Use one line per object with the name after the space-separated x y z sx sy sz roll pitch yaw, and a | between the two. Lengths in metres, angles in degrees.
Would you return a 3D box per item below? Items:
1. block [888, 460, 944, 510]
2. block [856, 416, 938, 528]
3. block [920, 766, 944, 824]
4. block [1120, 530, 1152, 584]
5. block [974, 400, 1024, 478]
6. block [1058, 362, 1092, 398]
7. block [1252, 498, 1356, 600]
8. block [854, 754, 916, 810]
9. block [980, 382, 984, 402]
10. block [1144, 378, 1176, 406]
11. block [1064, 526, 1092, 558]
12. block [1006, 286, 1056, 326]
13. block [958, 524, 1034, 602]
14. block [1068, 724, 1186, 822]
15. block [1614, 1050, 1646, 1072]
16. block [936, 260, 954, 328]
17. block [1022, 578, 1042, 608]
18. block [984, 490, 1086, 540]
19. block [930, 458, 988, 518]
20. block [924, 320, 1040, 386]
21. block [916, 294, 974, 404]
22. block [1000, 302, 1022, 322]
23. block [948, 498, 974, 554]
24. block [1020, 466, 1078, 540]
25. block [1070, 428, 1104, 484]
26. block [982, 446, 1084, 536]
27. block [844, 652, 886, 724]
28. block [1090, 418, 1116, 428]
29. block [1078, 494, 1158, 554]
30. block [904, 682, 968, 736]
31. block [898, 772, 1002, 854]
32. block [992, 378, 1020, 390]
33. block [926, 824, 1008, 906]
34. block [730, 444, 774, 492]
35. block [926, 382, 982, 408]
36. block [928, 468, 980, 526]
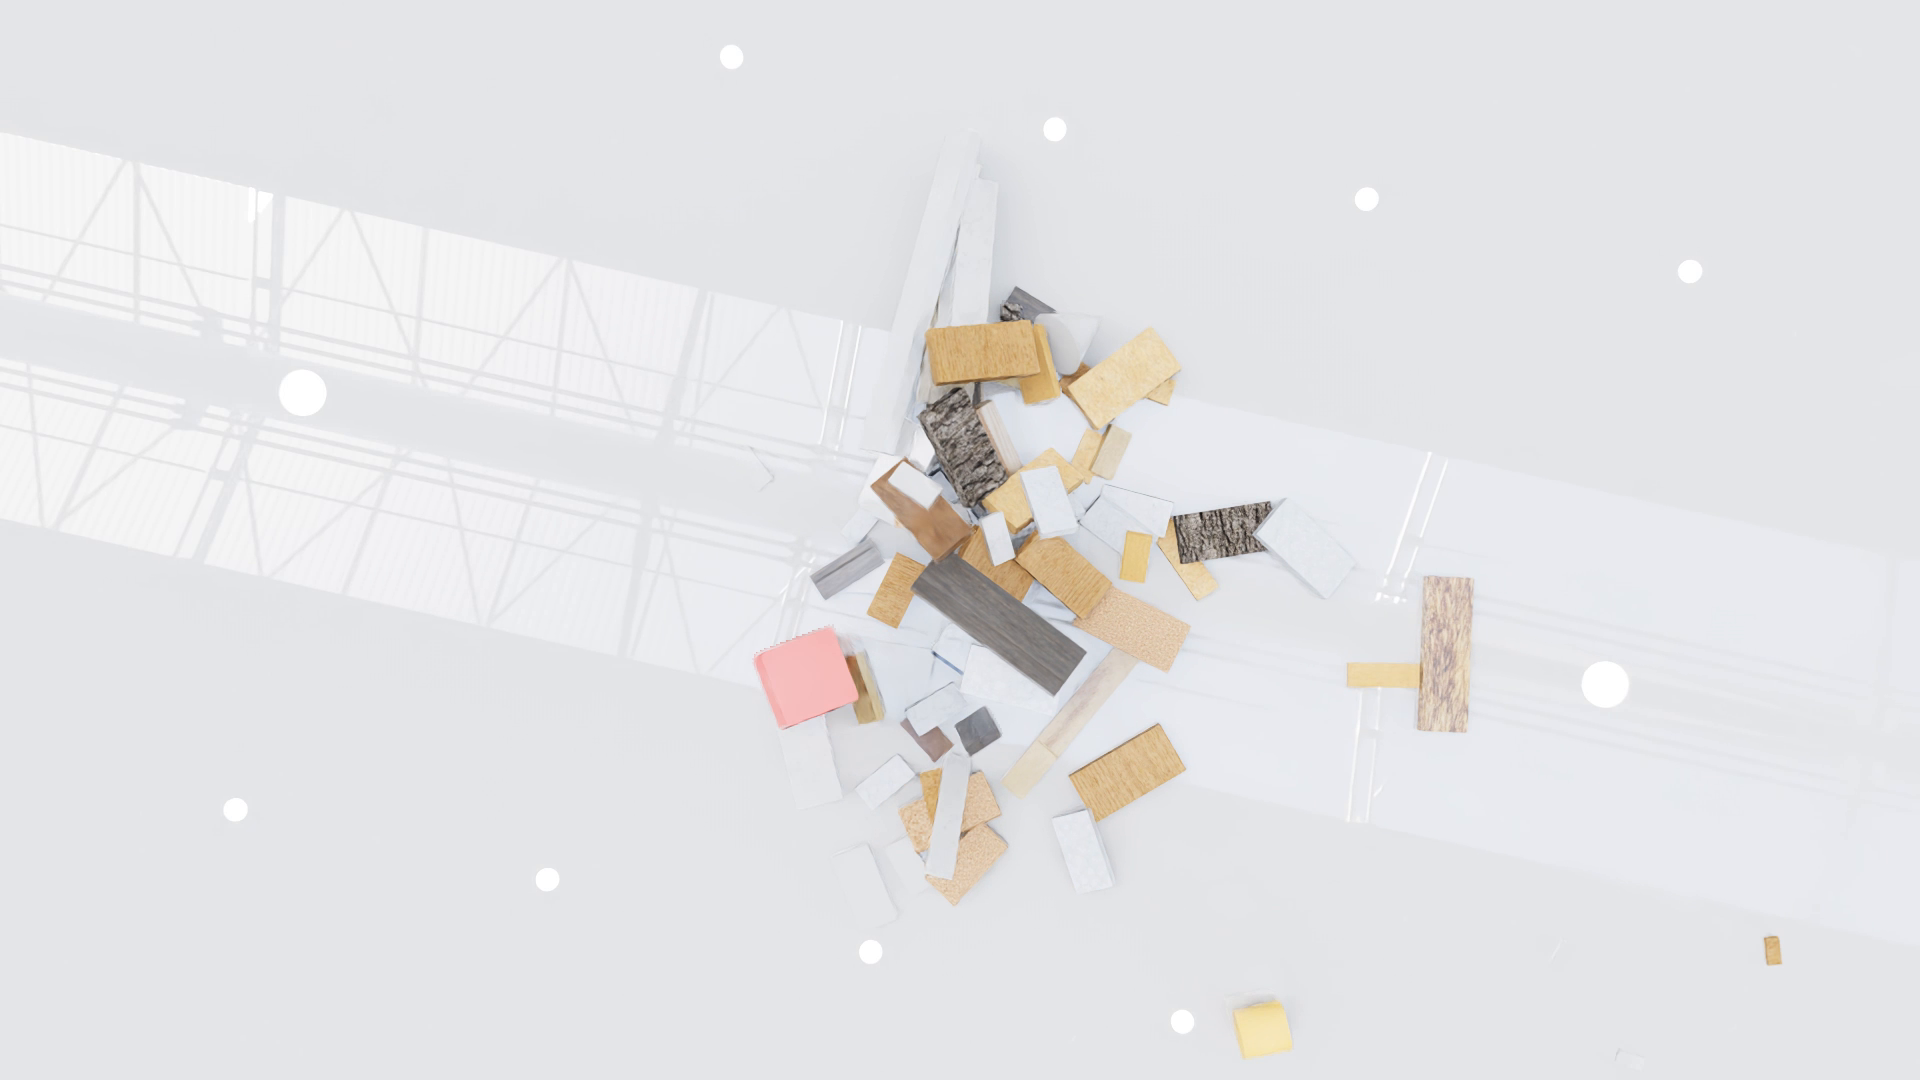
-0.141 -0.173 5.208 0.160 0.023 0.080 35 79 18 | block
-0.192 -0.220 5.334 0.162 0.046 0.324 30 99 18 | block
-0.073 0.843 5.439 0.086 0.024 0.173 -17 63 4 | block
0.580 0.057 5.442 0.085 0.024 0.171 11 119 10 | block
0.098 -0.295 5.404 0.148 0.042 0.296 -33 113 -17 | block
0.377 -0.540 5.488 0.060 0.017 0.121 39 90 -7 | block
1.137 0.028 5.447 0.322 0.046 0.161 42 82 -7 | block
-0.249 0.804 5.487 0.185 0.026 0.093 -39 90 0 | block
-0.014 -0.569 5.430 0.179 0.051 0.358 -1 105 0 | block
0.626 -0.517 5.488 0.169 0.024 0.085 20 90 0 | block
0.382 0.036 5.488 0.085 0.024 0.169 10 90 0 | block
0.233 -0.769 5.489 0.159 0.023 0.080 31 90 0 | block
0.121 0.080 5.346 0.277 0.039 0.139 34 80 -29 | block
0.555 0.773 5.475 0.349 0.049 0.175 -30 90 0 | block
2.231 1.733 5.493 0.092 0.013 0.046 18 90 0 | block
-0.030 -0.722 5.282 0.080 0.023 0.366 6 77 0 | block
0.149 0.100 5.409 0.277 0.039 0.139 34 81 -28 | block
0.245 -0.103 5.409 0.296 0.042 0.148 -16 63 -16 | block
-0.036 -0.181 5.417 0.162 0.046 0.324 -23 109 7 | block
0.072 -0.591 5.206 0.346 0.049 0.173 -8 84 -21 | block
-0.029 -0.612 5.335 0.179 0.051 0.358 8 90 0 | block
0.165 -0.725 5.476 0.060 0.017 0.121 12 102 5 | block
-0.006 0.012 5.394 0.139 0.039 0.277 -21 109 6 | block
0.285 -0.122 5.318 0.122 0.035 0.245 -11 58 -11 | block
0.425 -0.278 5.488 0.085 0.024 0.169 24 90 0 | block
0.239 -0.162 5.393 0.310 0.044 0.155 -37 70 -24 | block
-0.327 0.491 5.445 0.032 0.114 0.229 -19 90 -38 | block
0.447 -0.460 5.479 0.080 0.023 0.159 -23 95 -4 | block
0.523 -0.036 5.444 0.238 0.034 0.119 37 120 -5 | block
-0.080 0.562 5.468 0.192 0.027 0.096 -31 88 -10 | block
-0.034 0.902 5.458 0.309 0.044 0.154 -25 74 0 | block
0.167 -0.543 5.491 0.121 0.017 0.060 17 90 0 | block
0.022 1.069 5.467 0.132 0.037 0.265 43 84 0 | block
-0.693 -0.239 5.490 0.072 0.020 0.143 -37 90 0 | block
-0.012 -0.338 5.434 0.179 0.051 0.358 -4 103 0 | block
-0.035 -0.064 5.411 0.162 0.046 0.324 -34 107 10 | block
